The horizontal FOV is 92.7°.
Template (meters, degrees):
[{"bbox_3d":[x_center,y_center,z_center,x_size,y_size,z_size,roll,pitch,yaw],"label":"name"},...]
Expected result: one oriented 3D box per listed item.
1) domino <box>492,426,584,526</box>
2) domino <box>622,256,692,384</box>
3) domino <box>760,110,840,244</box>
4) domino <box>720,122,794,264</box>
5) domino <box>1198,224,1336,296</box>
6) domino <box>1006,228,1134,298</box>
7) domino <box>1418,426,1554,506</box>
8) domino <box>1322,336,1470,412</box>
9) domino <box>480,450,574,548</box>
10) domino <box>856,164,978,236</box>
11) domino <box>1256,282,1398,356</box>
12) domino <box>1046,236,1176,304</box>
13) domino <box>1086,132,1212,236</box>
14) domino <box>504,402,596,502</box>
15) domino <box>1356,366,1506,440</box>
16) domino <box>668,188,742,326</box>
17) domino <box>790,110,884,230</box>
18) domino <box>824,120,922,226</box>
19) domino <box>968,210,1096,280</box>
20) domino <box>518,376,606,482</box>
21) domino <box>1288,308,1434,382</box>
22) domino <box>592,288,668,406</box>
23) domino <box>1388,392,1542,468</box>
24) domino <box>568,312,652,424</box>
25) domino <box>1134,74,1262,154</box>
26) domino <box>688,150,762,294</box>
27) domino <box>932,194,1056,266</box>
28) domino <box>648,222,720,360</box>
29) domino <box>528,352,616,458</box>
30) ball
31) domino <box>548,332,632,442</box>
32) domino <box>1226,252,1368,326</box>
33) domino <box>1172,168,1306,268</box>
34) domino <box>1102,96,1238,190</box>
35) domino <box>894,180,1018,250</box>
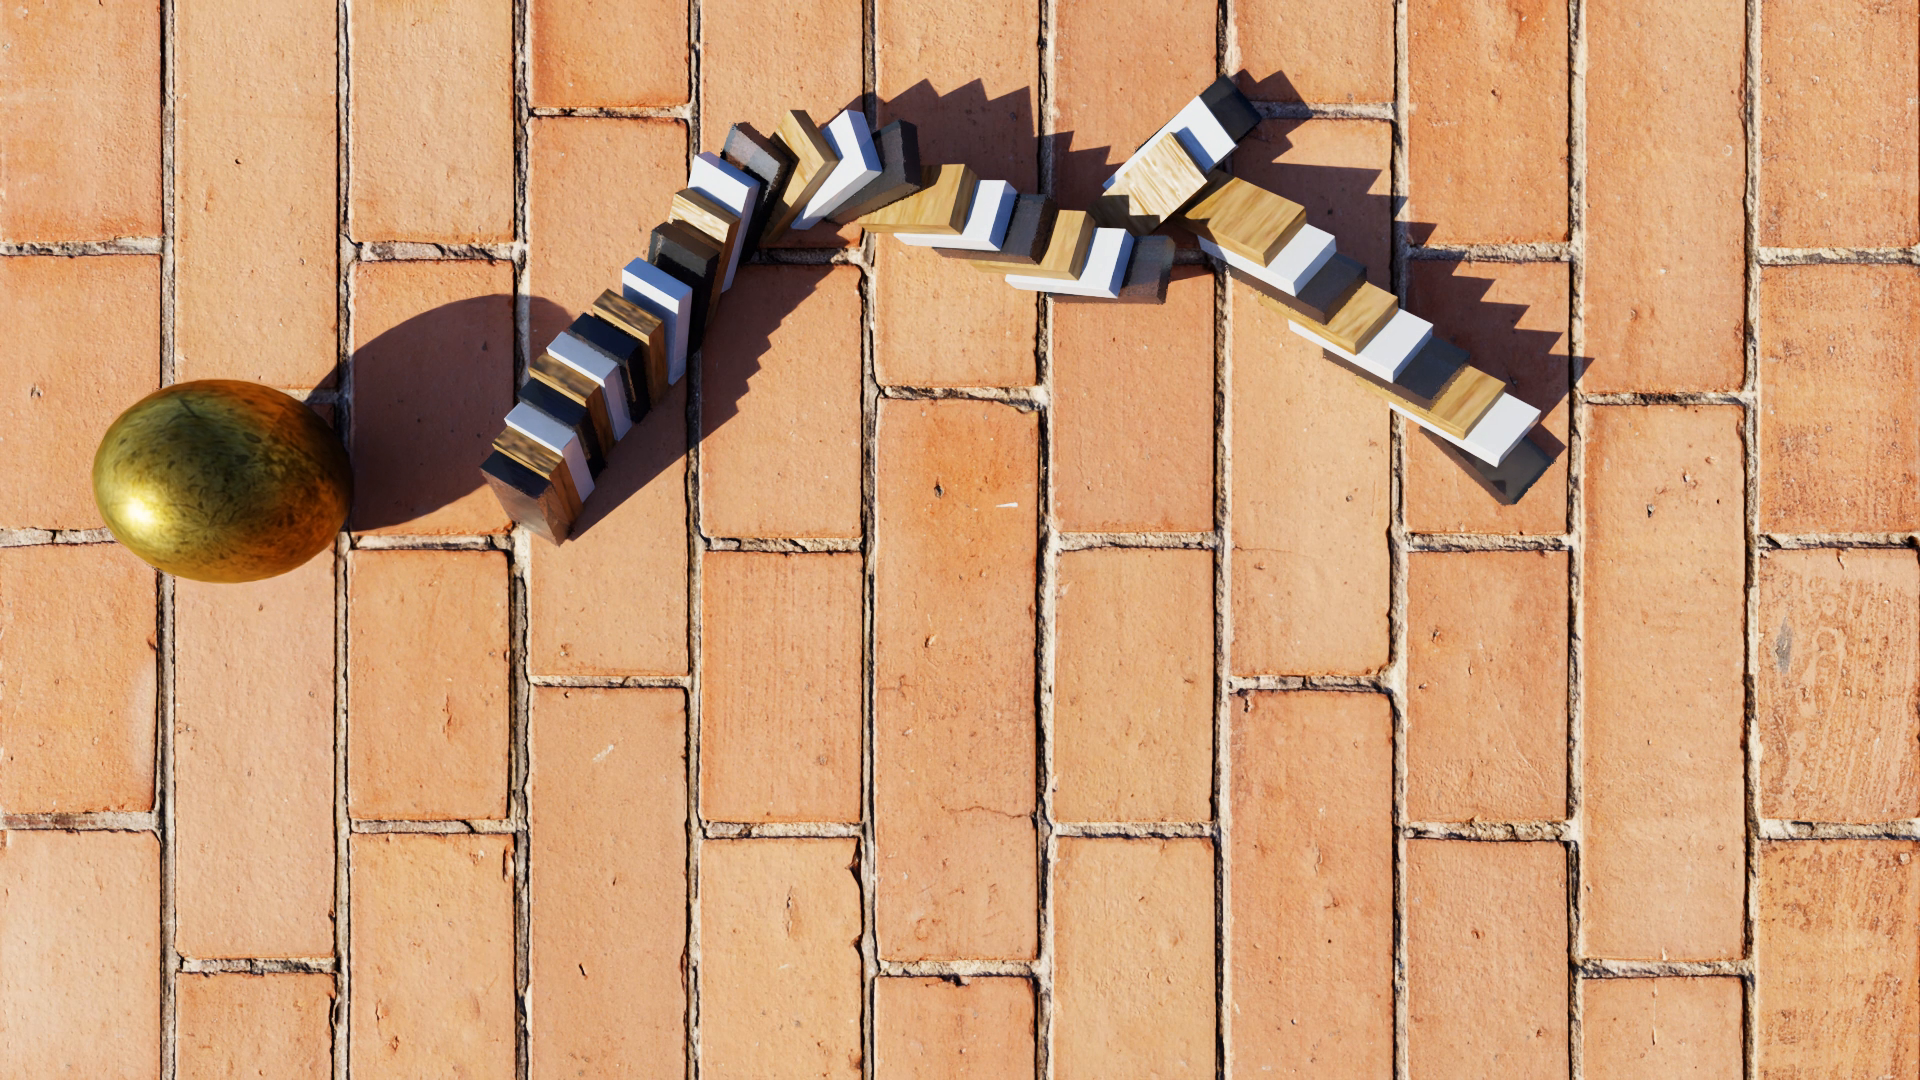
[{"bbox_3d":[-0.172,-0.025,0.375,0.025,0.050,0.009,30,65,0],"label":"domino"},{"bbox_3d":[-0.125,-0.089,0.377,0.025,0.050,0.010,30,53,0],"label":"domino"},{"bbox_3d":[-0.073,-0.150,0.380,0.050,0.010,0.025,-35,89,40],"label":"domino"},{"bbox_3d":[-0.091,-0.143,0.380,0.025,0.009,0.050,40,129,1],"label":"domino"},{"bbox_3d":[0.127,-0.124,0.382,0.025,0.009,0.050,-48,56,0],"label":"domino"},{"bbox_3d":[0.045,-0.117,0.382,0.050,0.010,0.025,16,91,34],"label":"domino"},{"bbox_3d":[0.227,-0.041,0.395,0.050,0.010,0.025,42,90,0],"label":"domino"},{"bbox_3d":[0.181,-0.077,0.383,0.050,0.009,0.025,40,89,31],"label":"domino"},{"bbox_3d":[-0.176,-0.016,0.375,0.025,0.050,0.010,30,65,0],"label":"domino"},{"bbox_3d":[-0.019,-0.142,0.382,0.050,0.010,0.025,15,90,35],"label":"domino"},{"bbox_3d":[0.152,-0.100,0.382,0.025,0.009,0.050,-47,56,1],"label":"domino"},{"bbox_3d":[0.062,-0.112,0.382,0.050,0.009,0.025,10,90,33],"label":"domino"},{"bbox_3d":[0.076,-0.141,0.382,0.050,0.010,0.025,-37,91,34],"label":"domino"},{"bbox_3d":[-0.167,-0.035,0.375,0.025,0.050,0.010,30,65,0],"label":"domino"},{"bbox_3d":[0.195,-0.065,0.383,0.025,0.009,0.050,-49,59,0],"label":"domino"},{"bbox_3d":[-0.110,-0.116,0.381,0.025,0.010,0.050,30,128,0],"label":"domino"},{"bbox_3d":[-0.055,-0.152,0.380,0.050,0.009,0.025,-19,90,41],"label":"domino"},{"bbox_3d":[-0.038,-0.151,0.380,0.050,0.010,0.025,-6,89,42],"label":"domino"},{"bbox_3d":[0.029,-0.124,0.382,0.050,0.010,0.025,17,91,34],"label":"domino"},{"bbox_3d":[-0.162,-0.044,0.375,0.025,0.050,0.010,30,65,0],"label":"domino"},{"bbox_3d":[0.167,-0.089,0.383,0.025,0.010,0.050,-49,59,0],"label":"domino"},{"bbox_3d":[-0.134,-0.078,0.376,0.025,0.050,0.009,30,62,0],"label":"domino"},{"bbox_3d":[0.210,-0.055,0.383,0.025,0.010,0.050,-48,59,0],"label":"domino"},{"bbox_3d":[-0.142,-0.069,0.375,0.025,0.050,0.009,30,64,0],"label":"domino"},{"bbox_3d":[0.102,-0.173,0.395,0.050,0.010,0.025,-41,90,0],"label":"domino"},{"bbox_3d":[-0.102,-0.131,0.380,0.025,0.010,0.050,32,128,2],"label":"domino"},{"bbox_3d":[0.014,-0.130,0.382,0.050,0.009,0.025,17,90,34],"label":"domino"},{"bbox_3d":[-0.117,-0.102,0.379,0.025,0.010,0.050,30,133,0],"label":"domino"},{"bbox_3d":[-0.158,-0.054,0.375,0.025,0.050,0.010,30,65,0],"label":"domino"},{"bbox_3d":[-0.286,-0.023,0.360,0.080,0.080,0.080,0,90,0],"label":"ball"},{"bbox_3d":[-0.151,-0.062,0.375,0.025,0.050,0.009,30,65,0],"label":"domino"},{"bbox_3d":[0.140,-0.112,0.382,0.025,0.010,0.050,-47,56,0],"label":"domino"},{"bbox_3d":[0.115,-0.135,0.382,0.025,0.010,0.050,-48,56,0],"label":"domino"},{"bbox_3d":[0.087,-0.156,0.383,0.050,0.010,0.025,-37,91,31],"label":"domino"},{"bbox_3d":[-0.003,-0.136,0.382,0.050,0.010,0.025,16,90,34],"label":"domino"}]
